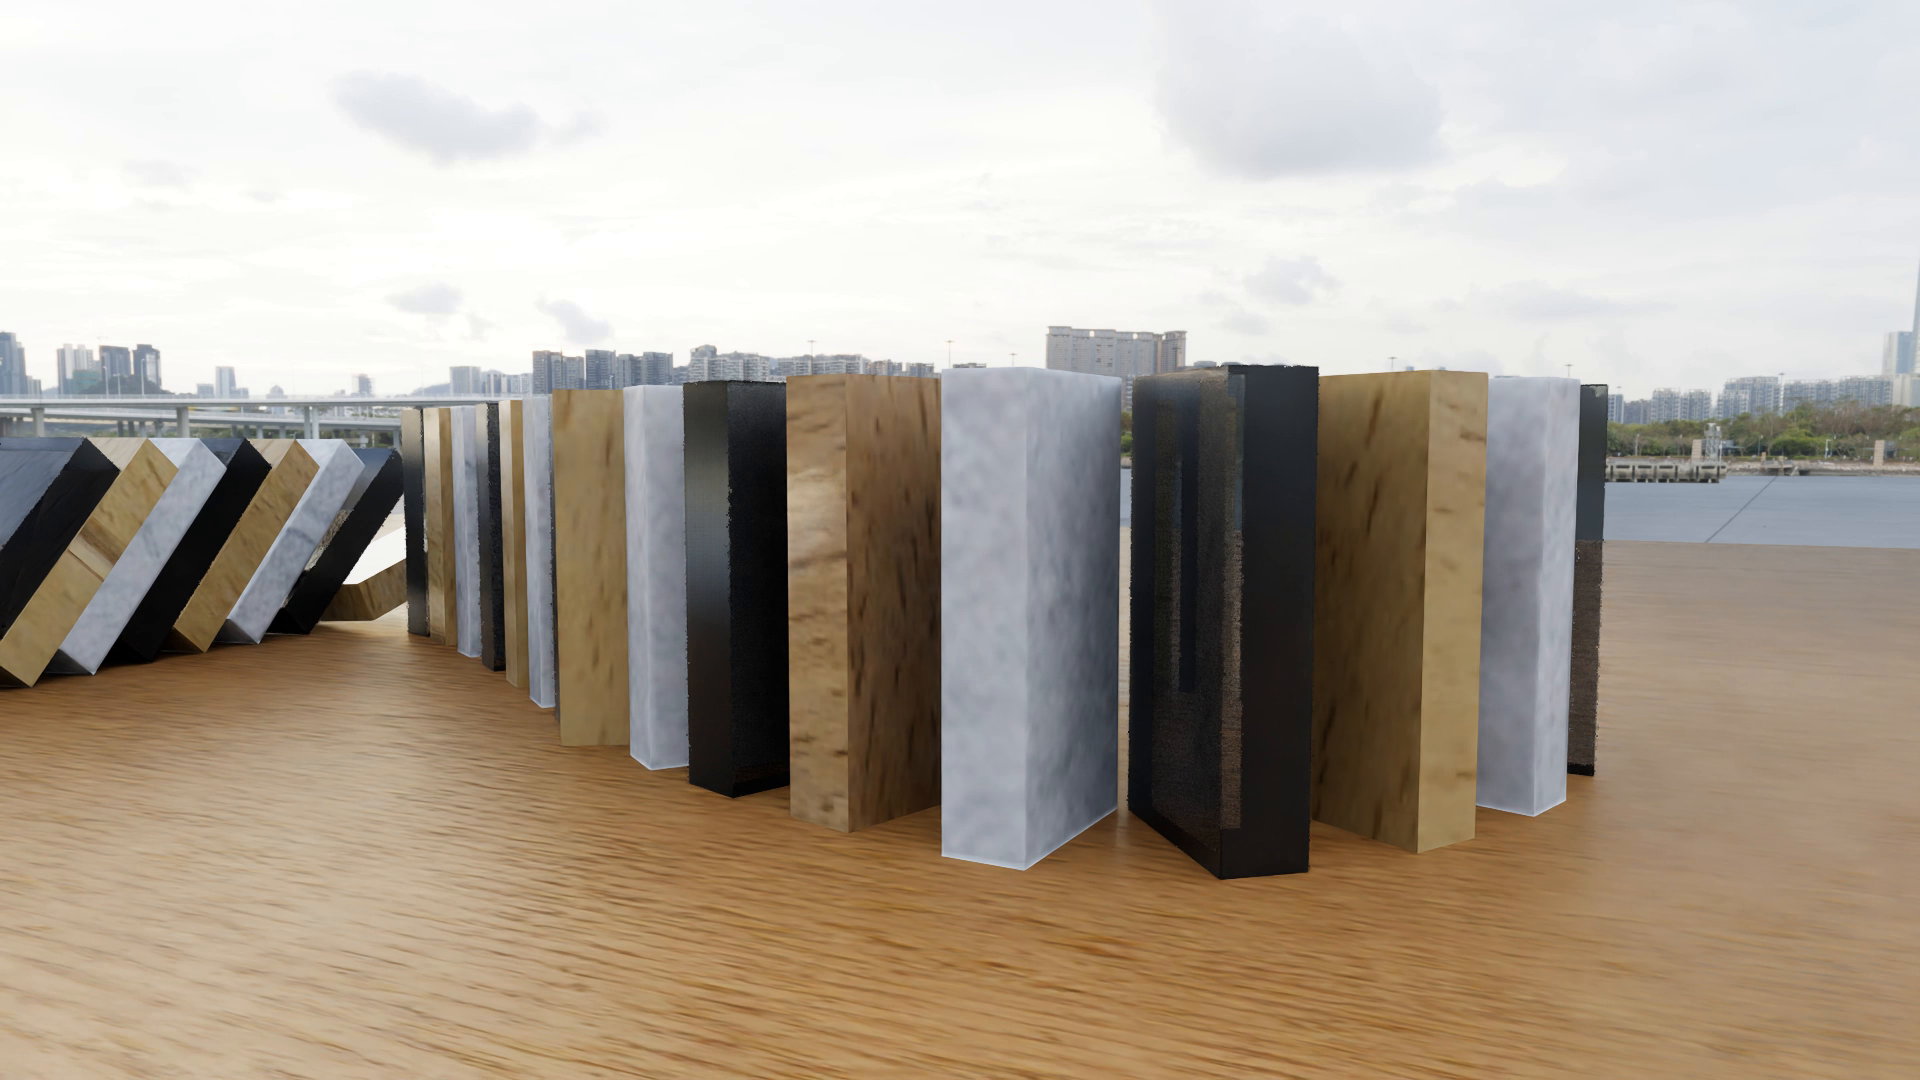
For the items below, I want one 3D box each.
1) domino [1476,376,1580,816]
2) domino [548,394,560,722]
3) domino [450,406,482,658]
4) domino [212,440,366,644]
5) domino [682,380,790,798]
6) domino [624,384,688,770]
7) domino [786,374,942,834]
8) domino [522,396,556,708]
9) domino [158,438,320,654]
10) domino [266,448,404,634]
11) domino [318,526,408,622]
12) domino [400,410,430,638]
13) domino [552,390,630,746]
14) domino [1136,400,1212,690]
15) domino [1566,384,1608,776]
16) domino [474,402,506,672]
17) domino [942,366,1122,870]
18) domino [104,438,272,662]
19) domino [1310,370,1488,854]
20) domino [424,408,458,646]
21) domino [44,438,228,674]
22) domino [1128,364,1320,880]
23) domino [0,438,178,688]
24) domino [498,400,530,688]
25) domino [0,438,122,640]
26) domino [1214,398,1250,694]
[{"bbox_3d":[0.060,0.006,0.157,0.010,0.050,0.025,-4,6,-44],"label":"domino"},{"bbox_3d":[-0.049,0.003,0.198,0.025,0.050,0.009,-2,5,-29],"label":"domino"},{"bbox_3d":[-0.090,-0.002,0.265,0.025,0.050,0.009,-3,5,-35],"label":"domino"},{"bbox_3d":[-0.158,-0.001,0.288,0.025,0.050,0.010,1,-37,16],"label":"domino"},{"bbox_3d":[-0.022,0.005,0.164,0.025,0.050,0.009,-4,6,-44],"label":"domino"},{"bbox_3d":[-0.032,0.004,0.176,0.025,0.050,0.009,-2,5,-30],"label":"domino"},{"bbox_3d":[-0.008,0.006,0.151,0.010,0.050,0.025,4,6,41],"label":"domino"},{"bbox_3d":[-0.059,0.001,0.215,0.025,0.050,0.009,-2,5,-30],"label":"domino"},{"bbox_3d":[-0.162,0.000,0.275,0.025,0.050,0.010,1,-37,15],"label":"domino"},{"bbox_3d":[-0.153,-0.001,0.301,0.025,0.009,0.050,1,48,16],"label":"domino"},{"bbox_3d":[-0.137,0.005,0.320,0.025,0.009,0.050,-2,23,28],"label":"domino"},{"bbox_3d":[-0.112,-0.004,0.293,0.009,0.050,0.025,4,6,43],"label":"domino"},{"bbox_3d":[-0.044,0.004,0.185,0.025,0.050,0.009,-1,4,-7],"label":"domino"},{"bbox_3d":[0.038,0.000,0.232,0.010,0.050,0.025,0,4,2],"label":"domino"},{"bbox_3d":[0.072,0.005,0.172,0.025,0.050,0.009,2,5,26],"label":"domino"},{"bbox_3d":[-0.079,-0.001,0.249,0.025,0.050,0.009,-3,5,-33],"label":"domino"},{"bbox_3d":[0.008,0.007,0.139,0.009,0.050,0.025,2,5,28],"label":"domino"},{"bbox_3d":[-0.166,0.001,0.263,0.025,0.050,0.010,1,-38,14],"label":"domino"},{"bbox_3d":[0.045,0.007,0.145,0.009,0.050,0.025,-3,5,-33],"label":"domino"},{"bbox_3d":[-0.102,-0.003,0.281,0.025,0.050,0.009,-4,6,-40],"label":"domino"},{"bbox_3d":[-0.169,0.002,0.251,0.025,0.050,0.010,1,-37,14],"label":"domino"},{"bbox_3d":[0.027,0.007,0.137,0.009,0.050,0.025,-1,4,-13],"label":"domino"},{"bbox_3d":[-0.171,0.003,0.238,0.025,0.050,0.009,1,-37,14],"label":"domino"},{"bbox_3d":[-0.069,0.000,0.232,0.025,0.050,0.009,-3,5,-31],"label":"domino"},{"bbox_3d":[-0.175,0.004,0.226,0.025,0.050,0.010,1,-37,14],"label":"domino"},{"bbox_3d":[0.056,0.001,0.226,0.009,0.050,0.025,4,6,45],"label":"domino"}]
